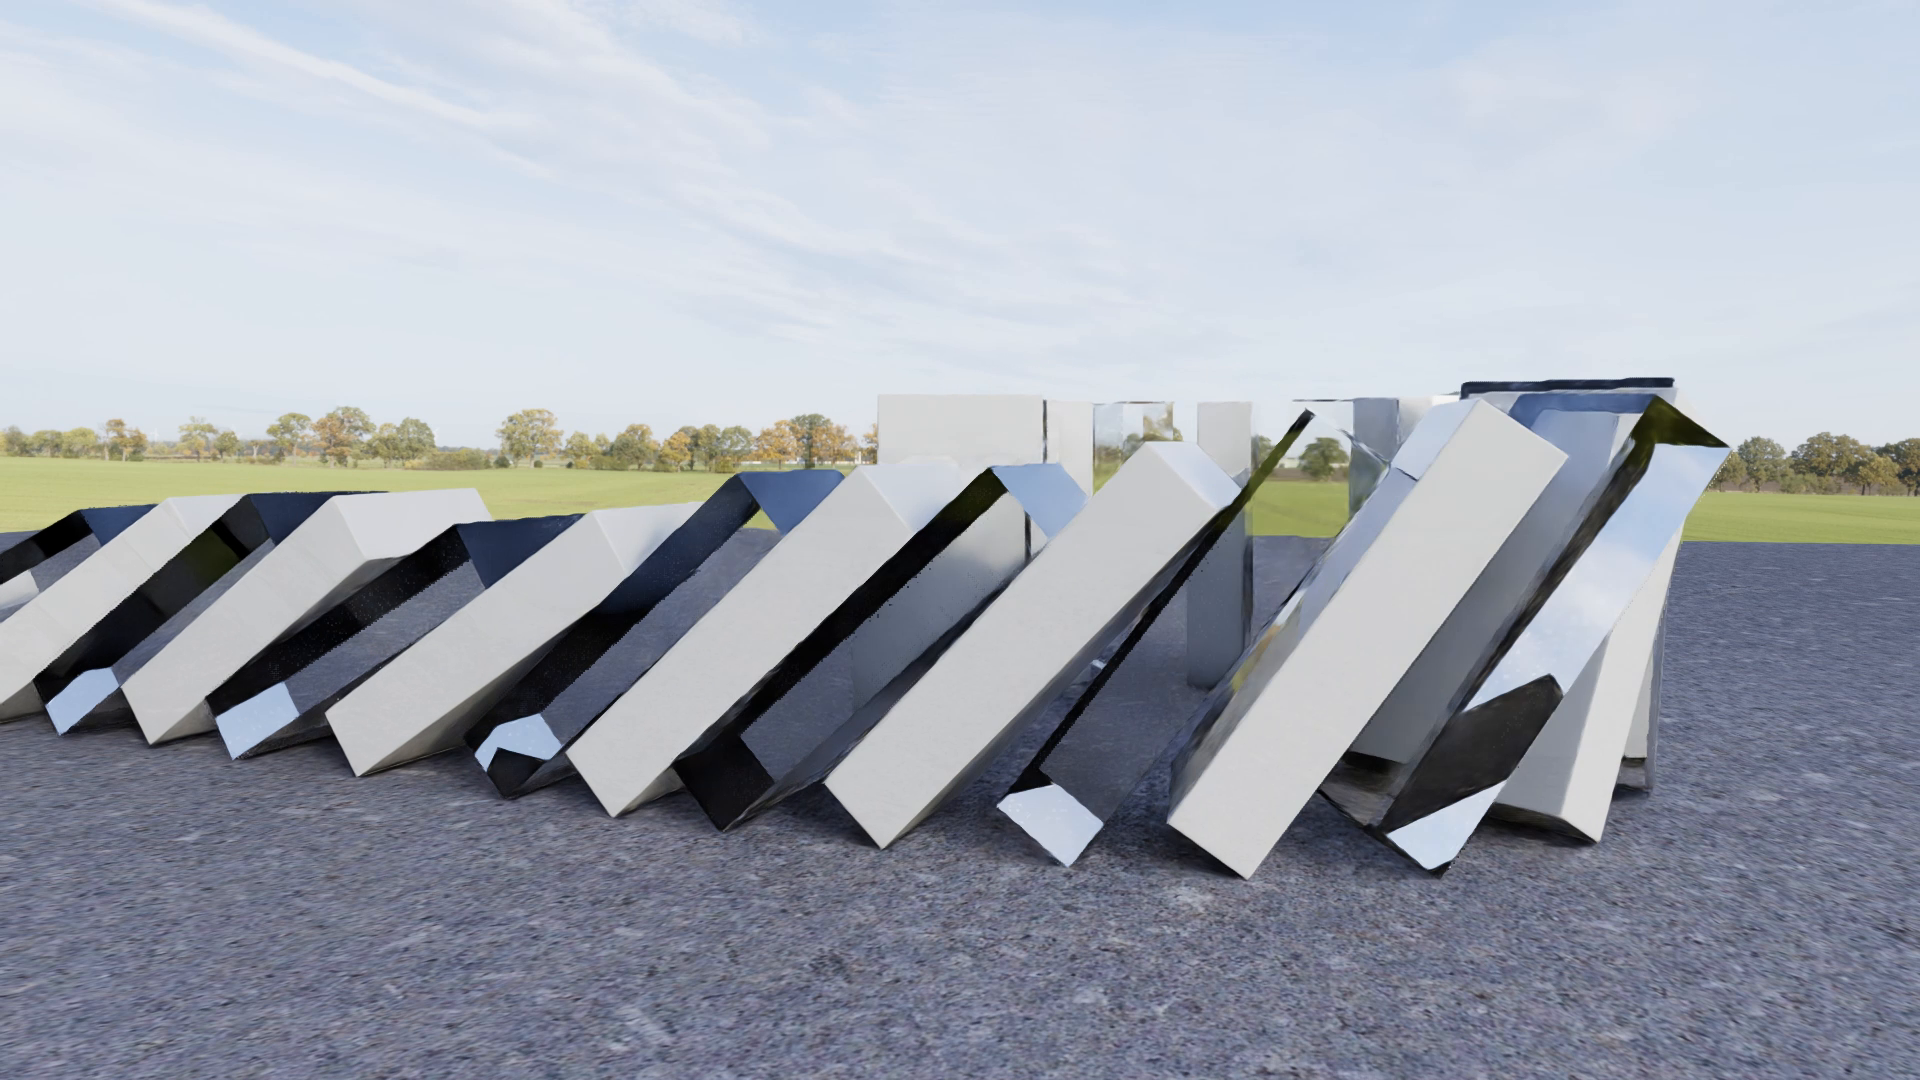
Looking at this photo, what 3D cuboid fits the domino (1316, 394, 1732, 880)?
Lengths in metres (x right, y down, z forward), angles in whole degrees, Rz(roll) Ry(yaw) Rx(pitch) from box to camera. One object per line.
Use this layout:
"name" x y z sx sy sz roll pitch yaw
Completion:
"domino" 0.055 0.008 0.136 0.010 0.050 0.025 32 3 -7

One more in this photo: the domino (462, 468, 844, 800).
"domino" -0.035 0.011 0.158 0.050 0.009 0.025 -41 -10 19

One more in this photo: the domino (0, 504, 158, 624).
"domino" -0.150 0.011 0.204 0.050 0.009 0.025 -29 4 2

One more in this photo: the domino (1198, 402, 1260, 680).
"domino" 0.051 -0.001 0.243 0.010 0.050 0.025 1 4 16

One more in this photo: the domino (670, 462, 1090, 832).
"domino" -0.007 0.012 0.145 0.050 0.010 0.025 -43 -11 18

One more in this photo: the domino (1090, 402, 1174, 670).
"domino" 0.031 -0.001 0.243 0.009 0.050 0.025 -1 4 -11

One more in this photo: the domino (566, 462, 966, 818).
"domino" -0.021 0.011 0.151 0.050 0.009 0.025 -43 -11 18

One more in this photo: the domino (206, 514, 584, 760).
"domino" -0.075 0.013 0.176 0.050 0.009 0.025 -30 -7 20

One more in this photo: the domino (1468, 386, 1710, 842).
"domino" 0.066 0.007 0.149 0.009 0.050 0.025 31 -15 -36

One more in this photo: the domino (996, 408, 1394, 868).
"domino" 0.025 0.010 0.135 0.010 0.050 0.025 39 15 13

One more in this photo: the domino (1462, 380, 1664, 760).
"domino" 0.082 0.004 0.177 0.025 0.050 0.010 2 -5 25

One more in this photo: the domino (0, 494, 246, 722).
"domino" -0.127 0.010 0.197 0.050 0.009 0.025 -32 -2 11

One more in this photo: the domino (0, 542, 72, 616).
"domino" -0.184 0.014 0.218 0.025 0.010 0.050 -9 13 28

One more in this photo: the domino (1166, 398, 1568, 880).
"domino" 0.040 0.009 0.134 0.009 0.050 0.025 35 10 6

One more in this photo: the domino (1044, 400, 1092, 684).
"domino" 0.013 0.000 0.237 0.009 0.050 0.025 -2 5 -27

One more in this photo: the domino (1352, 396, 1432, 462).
"domino" 0.078 0.001 0.216 0.025 0.050 0.009 -3 5 -31

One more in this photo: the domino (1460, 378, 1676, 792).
"domino" 0.076 0.005 0.164 0.025 0.050 0.009 3 -11 34

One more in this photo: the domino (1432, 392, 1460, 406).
"domino" 0.086 0.003 0.195 0.025 0.050 0.009 0 3 -2

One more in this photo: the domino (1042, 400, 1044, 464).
"domino" 0.001 0.001 0.222 0.025 0.050 0.009 1 4 13

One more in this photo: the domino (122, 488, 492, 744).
"domino" -0.092 0.011 0.183 0.050 0.010 0.025 -34 -8 21

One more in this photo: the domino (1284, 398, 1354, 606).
"domino" 0.069 0.000 0.229 0.025 0.050 0.010 -4 6 -41

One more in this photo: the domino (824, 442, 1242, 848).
"domino" 0.009 0.011 0.140 0.010 0.050 0.025 46 17 12

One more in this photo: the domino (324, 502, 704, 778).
"domino" -0.055 0.013 0.168 0.050 0.009 0.025 -33 -8 20

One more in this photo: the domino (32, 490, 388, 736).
"domino" -0.108 0.010 0.190 0.050 0.009 0.025 -34 -8 18

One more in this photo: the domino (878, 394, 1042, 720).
"domino" 0.000 0.002 0.201 0.025 0.050 0.009 0 4 0
